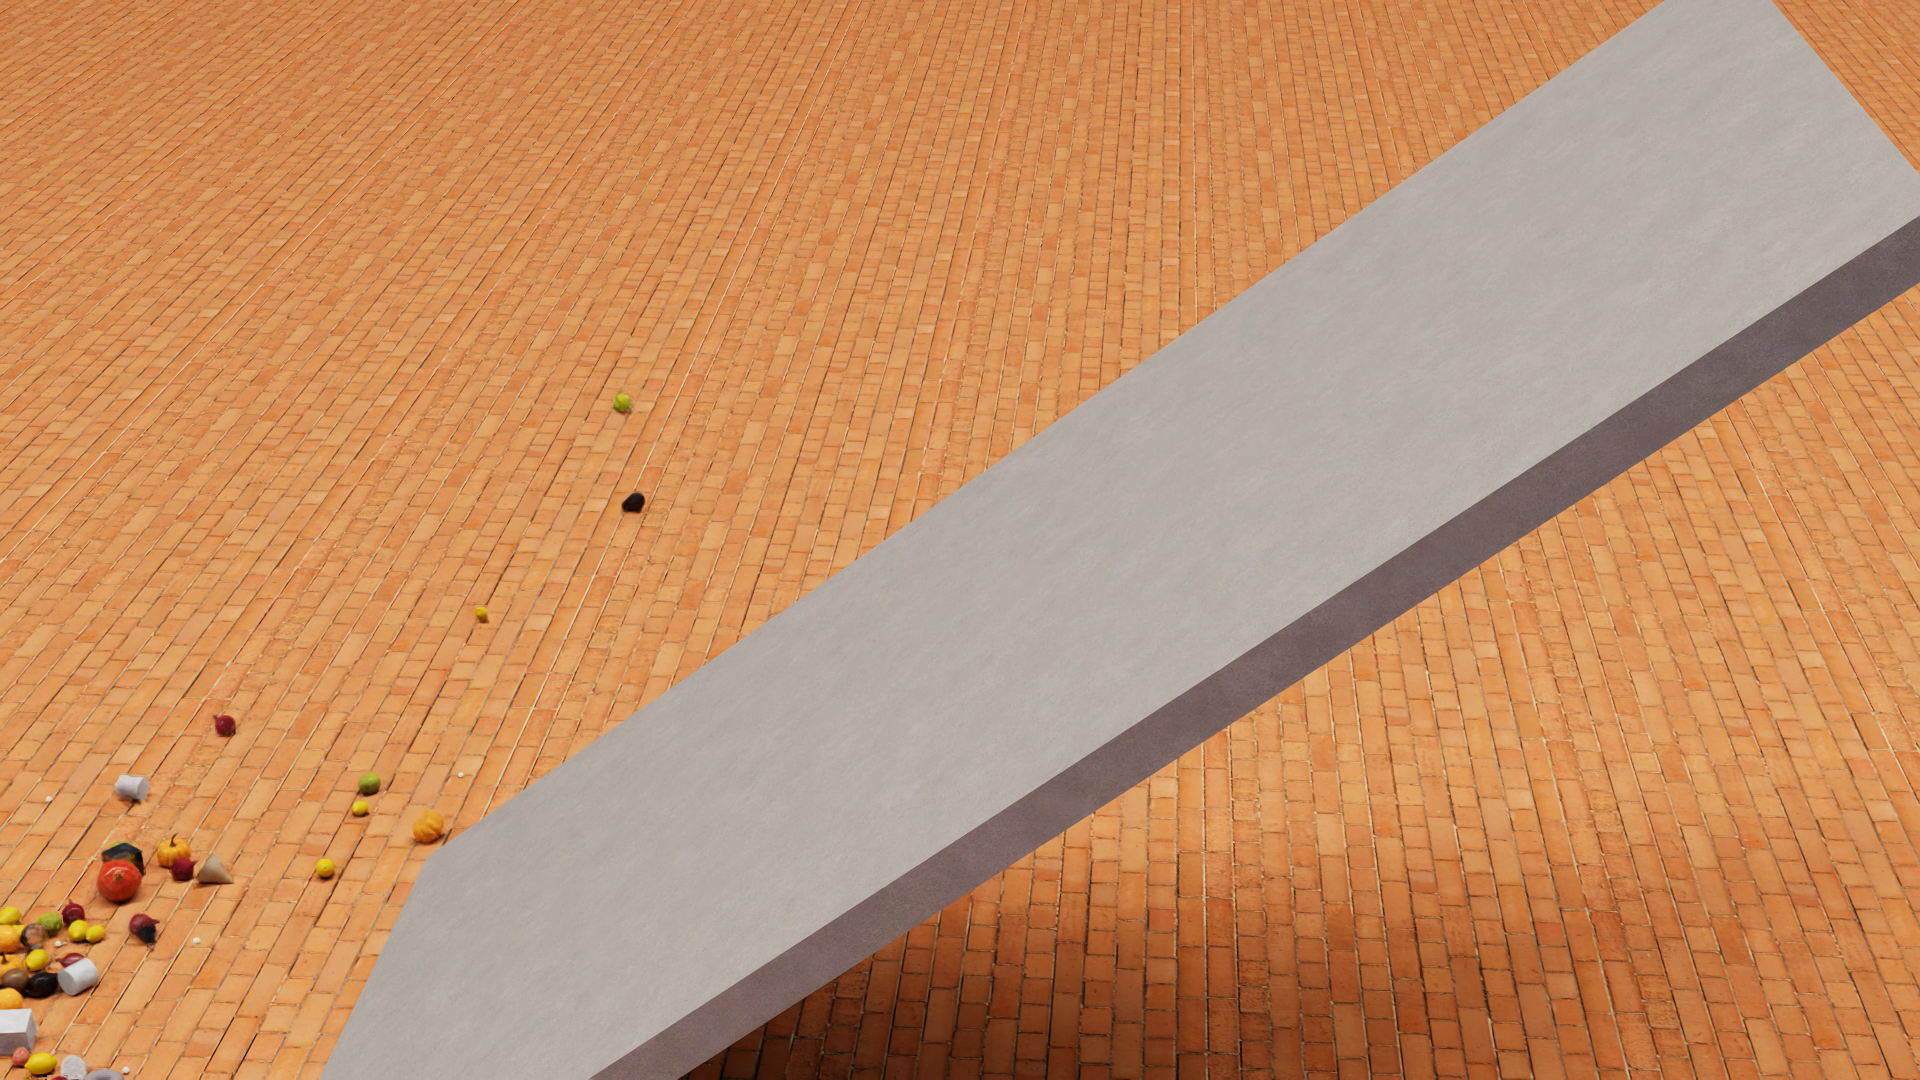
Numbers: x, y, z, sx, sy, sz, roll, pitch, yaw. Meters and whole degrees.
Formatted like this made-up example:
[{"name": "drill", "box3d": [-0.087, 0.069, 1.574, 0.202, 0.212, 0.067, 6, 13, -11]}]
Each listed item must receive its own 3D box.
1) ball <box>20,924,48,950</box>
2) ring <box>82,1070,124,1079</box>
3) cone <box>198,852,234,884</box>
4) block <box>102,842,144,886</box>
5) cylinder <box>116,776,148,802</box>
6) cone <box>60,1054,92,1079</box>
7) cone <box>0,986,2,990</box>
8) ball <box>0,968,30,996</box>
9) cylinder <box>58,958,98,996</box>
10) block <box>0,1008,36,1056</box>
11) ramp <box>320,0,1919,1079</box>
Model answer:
[{"name": "ball", "box3d": [-2.366, 1.012, 7.514, 0.066, 0.066, 0.066, 0, 23, 0]}, {"name": "ring", "box3d": [-2.017, 1.281, 6.912, 0.106, 0.035, 0.106, -2, 23, 1]}, {"name": "cone", "box3d": [-1.968, 0.893, 7.832, 0.089, 0.089, 0.089, 31, 27, 3]}, {"name": "block", "box3d": [-2.235, 0.865, 7.852, 0.075, 0.075, 0.075, 19, 29, 38]}, {"name": "cylinder", "box3d": [-2.326, 0.697, 8.265, 0.066, 0.066, 0.066, 5, 23, 12]}, {"name": "cone", "box3d": [-2.081, 1.255, 6.977, 0.072, 0.072, 0.072, 11, -2, 24]}, {"name": "cone", "box3d": [-2.386, 1.138, 7.261, 0.065, 0.065, 0.065, -16, 56, -34]}, {"name": "ball", "box3d": [-2.346, 1.098, 7.304, 0.070, 0.070, 0.070, 0, 23, 0]}, {"name": "cylinder", "box3d": [-2.197, 1.088, 7.328, 0.070, 0.070, 0.070, 15, 27, 32]}, {"name": "block", "box3d": [-2.272, 1.183, 7.072, 0.076, 0.076, 0.076, -1, 37, -3]}, {"name": "ramp", "box3d": [0.128, 0.180, 6.324, 4.000, 0.100, 2.000, -34, 16, 17]}]
